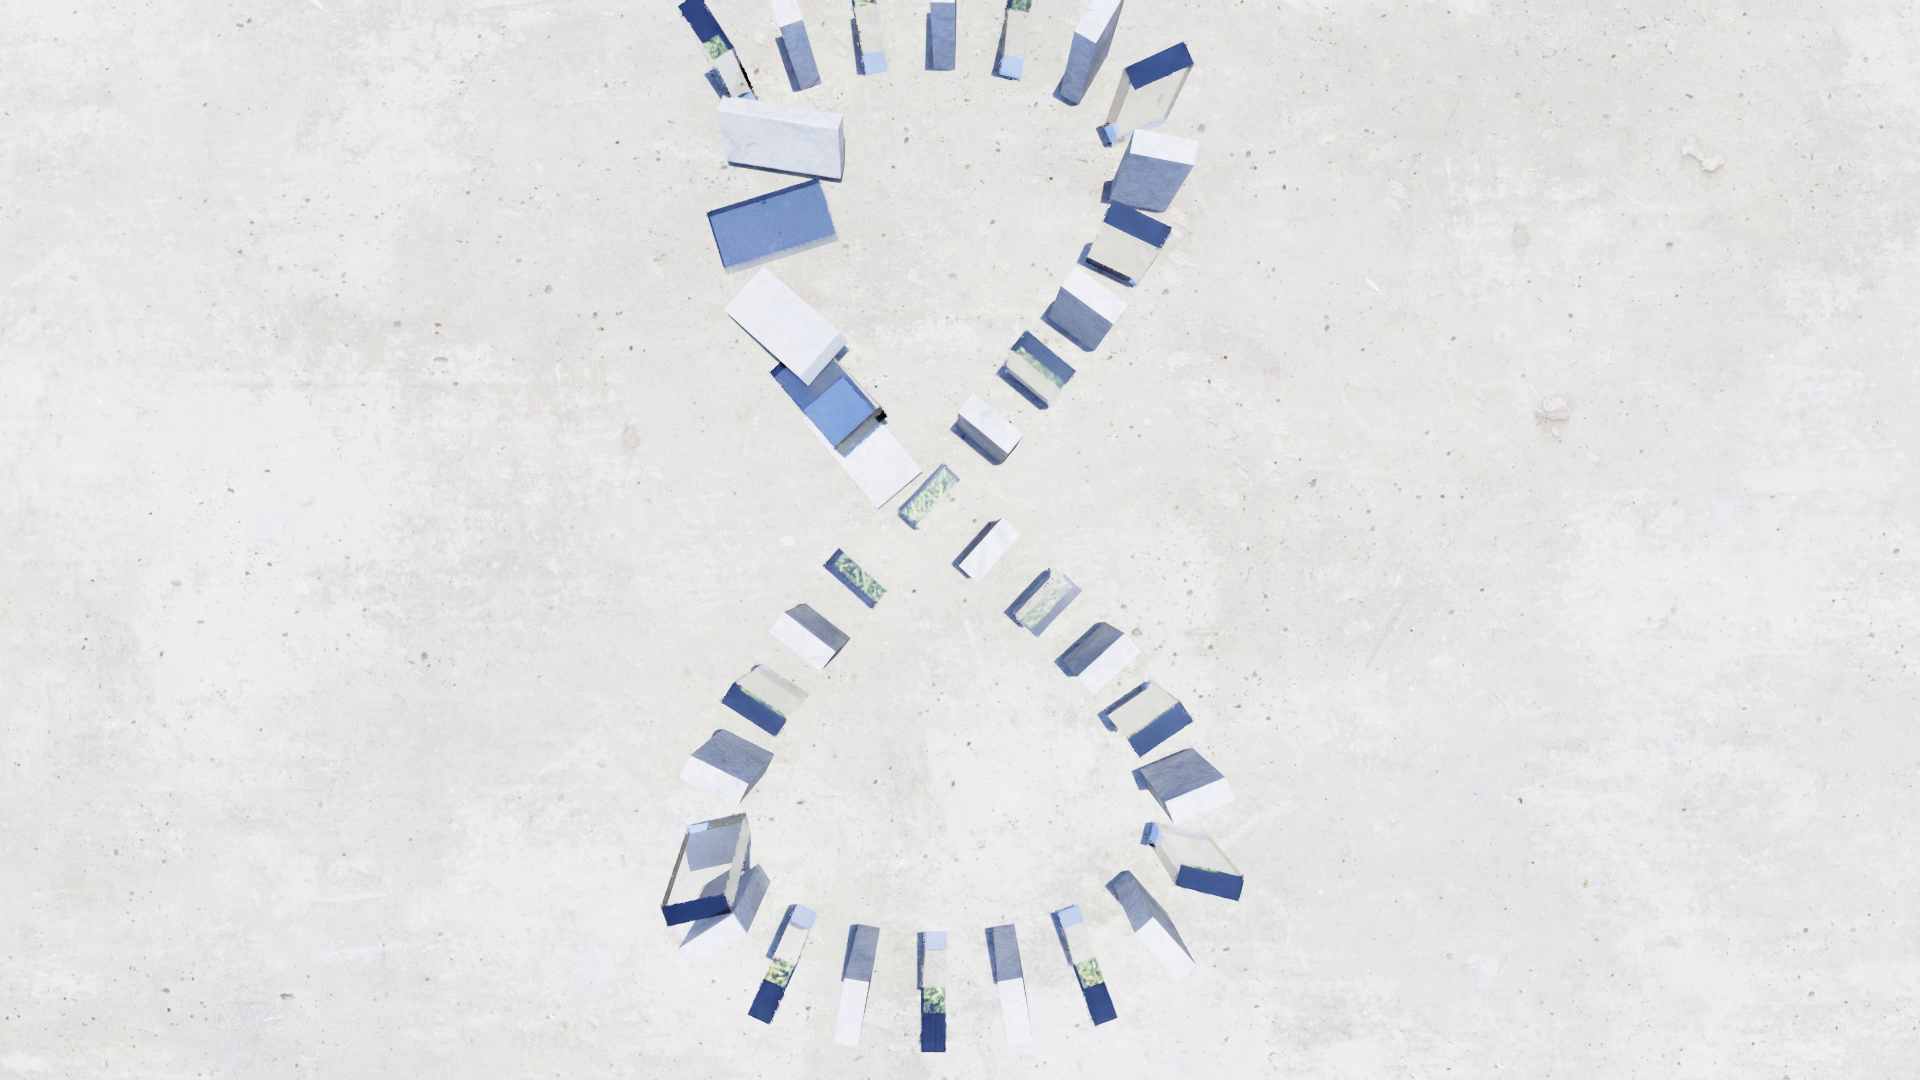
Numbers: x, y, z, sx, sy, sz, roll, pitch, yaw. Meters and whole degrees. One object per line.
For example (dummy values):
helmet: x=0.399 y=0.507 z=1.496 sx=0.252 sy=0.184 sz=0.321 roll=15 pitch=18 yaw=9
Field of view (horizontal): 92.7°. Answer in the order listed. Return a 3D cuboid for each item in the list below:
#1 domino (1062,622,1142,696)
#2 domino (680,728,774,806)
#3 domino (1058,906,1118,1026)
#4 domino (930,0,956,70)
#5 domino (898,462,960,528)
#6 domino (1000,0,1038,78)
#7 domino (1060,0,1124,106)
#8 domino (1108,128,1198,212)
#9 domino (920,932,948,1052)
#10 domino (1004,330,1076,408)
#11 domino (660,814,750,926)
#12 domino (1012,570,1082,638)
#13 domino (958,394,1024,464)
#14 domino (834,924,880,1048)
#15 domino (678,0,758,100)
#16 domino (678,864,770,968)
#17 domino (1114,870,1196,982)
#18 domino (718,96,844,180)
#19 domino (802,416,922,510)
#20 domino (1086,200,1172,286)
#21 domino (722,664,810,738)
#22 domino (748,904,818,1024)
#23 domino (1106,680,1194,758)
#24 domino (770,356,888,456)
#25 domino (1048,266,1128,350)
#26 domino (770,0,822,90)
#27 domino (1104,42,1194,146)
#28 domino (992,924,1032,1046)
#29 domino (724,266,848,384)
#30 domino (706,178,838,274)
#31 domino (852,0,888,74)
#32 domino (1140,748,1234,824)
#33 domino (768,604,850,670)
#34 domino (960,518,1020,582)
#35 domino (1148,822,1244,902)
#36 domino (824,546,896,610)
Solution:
domino: x=0.057 y=0.047 z=0.375 sx=0.025 sy=0.050 sz=0.009 roll=-42 pitch=90 yaw=0
domino: x=-0.094 y=0.092 z=0.375 sx=0.025 sy=0.050 sz=0.010 roll=26 pitch=90 yaw=0
domino: x=0.052 y=0.173 z=0.375 sx=0.009 sy=0.050 sz=0.025 roll=-20 pitch=90 yaw=0
domino: x=-0.006 y=-0.218 z=0.375 sx=0.009 sy=0.050 sz=0.025 roll=1 pitch=90 yaw=0
domino: x=-0.012 y=-0.017 z=0.375 sx=0.010 sy=0.050 sz=0.025 roll=44 pitch=90 yaw=0
domino: x=0.025 y=-0.214 z=0.375 sx=0.009 sy=0.050 sz=0.025 roll=13 pitch=90 yaw=0
domino: x=0.054 y=-0.203 z=0.375 sx=0.010 sy=0.050 sz=0.025 roll=30 pitch=90 yaw=0
domino: x=0.078 y=-0.150 z=0.375 sx=0.025 sy=0.050 sz=0.009 roll=11 pitch=90 yaw=0
domino: x=-0.010 y=0.183 z=0.375 sx=0.010 sy=0.050 sz=0.025 roll=0 pitch=90 yaw=0
domino: x=0.032 y=-0.069 z=0.375 sx=0.025 sy=0.050 sz=0.010 roll=39 pitch=90 yaw=0
domino: x=-0.103 y=0.134 z=0.375 sx=0.025 sy=0.050 sz=0.009 roll=-12 pitch=109 yaw=0
domino: x=0.035 y=0.025 z=0.375 sx=0.010 sy=0.050 sz=0.025 roll=43 pitch=90 yaw=0
domino: x=0.012 y=-0.045 z=0.375 sx=0.025 sy=0.050 sz=0.010 roll=40 pitch=90 yaw=0
domino: x=-0.042 y=0.181 z=0.375 sx=0.010 sy=0.050 sz=0.025 roll=10 pitch=90 yaw=0
domino: x=-0.097 y=-0.196 z=0.375 sx=0.009 sy=0.050 sz=0.025 roll=-34 pitch=90 yaw=0
domino: x=-0.095 y=0.153 z=0.375 sx=0.025 sy=0.050 sz=0.009 roll=-33 pitch=92 yaw=0
domino: x=0.079 y=0.157 z=0.375 sx=0.009 sy=0.050 sz=0.025 roll=-42 pitch=90 yaw=0
domino: x=-0.075 y=-0.170 z=0.387 sx=0.050 sy=0.025 sz=0.009 roll=9 pitch=61 yaw=0
domino: x=-0.042 y=-0.041 z=0.395 sx=0.025 sy=0.010 sz=0.050 roll=-40 pitch=90 yaw=0
domino: x=0.068 y=-0.120 z=0.375 sx=0.025 sy=0.050 sz=0.009 roll=25 pitch=90 yaw=0
domino: x=-0.078 y=0.065 z=0.375 sx=0.025 sy=0.050 sz=0.010 roll=33 pitch=90 yaw=0
domino: x=-0.072 y=0.172 z=0.375 sx=0.009 sy=0.050 sz=0.025 roll=25 pitch=90 yaw=0
domino: x=0.076 y=0.072 z=0.375 sx=0.025 sy=0.050 sz=0.009 roll=-34 pitch=90 yaw=0
domino: x=-0.056 y=-0.062 z=0.385 sx=0.025 sy=0.009 sz=0.050 roll=-42 pitch=66 yaw=-1
domino: x=0.051 y=-0.094 z=0.375 sx=0.025 sy=0.050 sz=0.009 roll=36 pitch=90 yaw=0
domino: x=-0.069 y=-0.209 z=0.375 sx=0.010 sy=0.050 sz=0.025 roll=-19 pitch=90 yaw=0
domino: x=0.076 y=-0.181 z=0.375 sx=0.025 sy=0.050 sz=0.009 roll=-24 pitch=90 yaw=0
domino: x=0.021 y=0.180 z=0.375 sx=0.009 sy=0.050 sz=0.025 roll=-10 pitch=90 yaw=0
domino: x=-0.074 y=-0.091 z=0.387 sx=0.050 sy=0.010 sz=0.025 roll=42 pitch=90 yaw=19
domino: x=-0.081 y=-0.135 z=0.395 sx=0.050 sy=0.009 sz=0.025 roll=-17 pitch=90 yaw=0
domino: x=-0.038 y=-0.216 z=0.375 sx=0.010 sy=0.050 sz=0.025 roll=-7 pitch=90 yaw=0
domino: x=0.092 y=0.100 z=0.375 sx=0.025 sy=0.050 sz=0.010 roll=-22 pitch=90 yaw=0
domino: x=-0.060 y=0.039 z=0.375 sx=0.025 sy=0.050 sz=0.010 roll=38 pitch=90 yaw=0
domino: x=0.012 y=0.004 z=0.375 sx=0.009 sy=0.050 sz=0.025 roll=42 pitch=90 yaw=0
domino: x=0.096 y=0.131 z=0.375 sx=0.025 sy=0.050 sz=0.009 roll=14 pitch=90 yaw=0
domino: x=-0.040 y=0.015 z=0.375 sx=0.025 sy=0.050 sz=0.010 roll=42 pitch=90 yaw=0
